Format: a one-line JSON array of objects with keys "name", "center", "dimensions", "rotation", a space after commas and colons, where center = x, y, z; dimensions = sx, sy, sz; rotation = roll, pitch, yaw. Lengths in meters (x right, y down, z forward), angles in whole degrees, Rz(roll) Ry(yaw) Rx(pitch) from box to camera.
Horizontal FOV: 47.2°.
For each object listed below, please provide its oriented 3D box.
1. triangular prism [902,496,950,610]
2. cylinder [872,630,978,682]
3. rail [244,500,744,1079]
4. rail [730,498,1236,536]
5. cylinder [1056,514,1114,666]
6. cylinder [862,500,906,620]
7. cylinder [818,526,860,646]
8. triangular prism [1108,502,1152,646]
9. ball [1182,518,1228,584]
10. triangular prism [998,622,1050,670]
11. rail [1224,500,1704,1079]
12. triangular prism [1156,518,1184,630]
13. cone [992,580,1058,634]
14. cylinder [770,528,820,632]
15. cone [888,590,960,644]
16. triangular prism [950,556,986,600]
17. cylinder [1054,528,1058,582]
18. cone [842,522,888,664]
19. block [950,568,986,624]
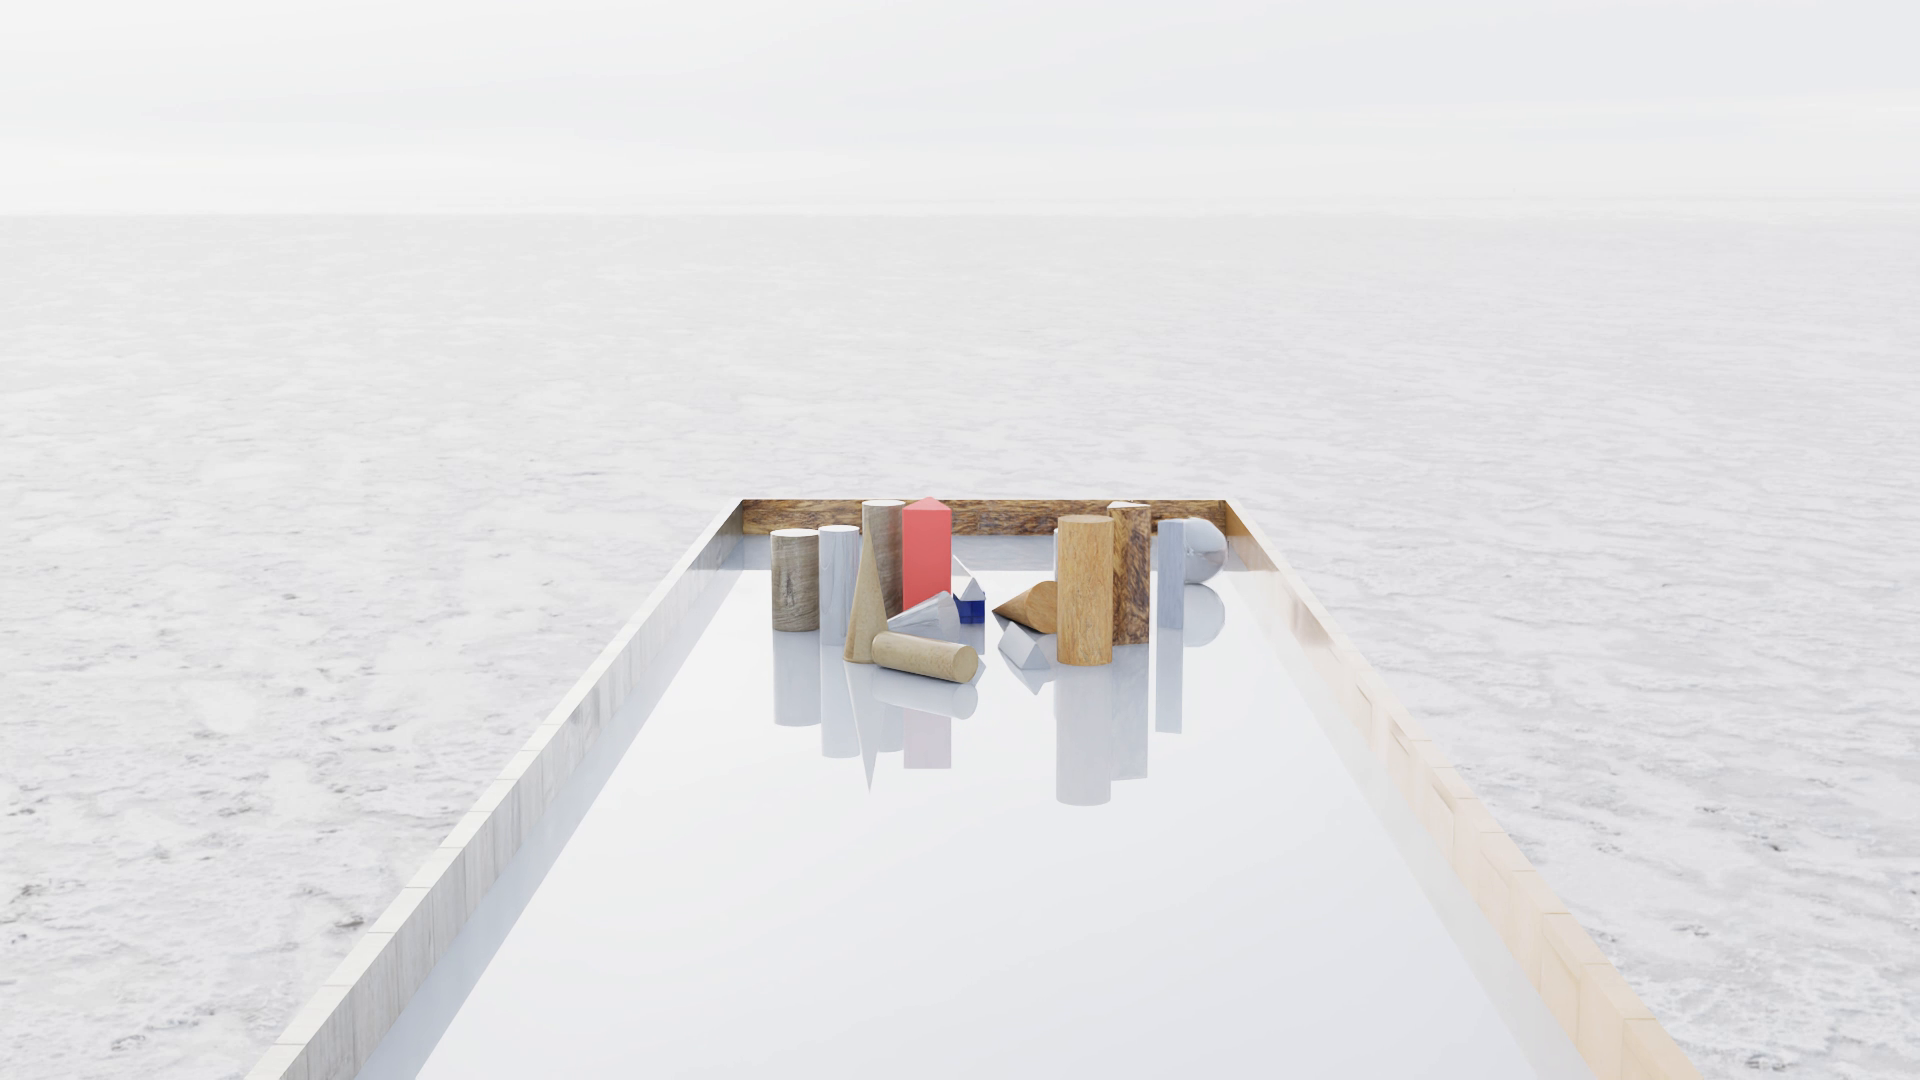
[{"name": "triangular prism", "center": [-0.101, 0.083, 7.061], "dimensions": [0.151, 0.427, 0.131], "rotation": [1, 20, 3]}, {"name": "cylinder", "center": [-0.106, 0.343, 6.494], "dimensions": [0.334, 0.110, 0.110], "rotation": [8, 12, 42]}, {"name": "rail", "center": [-1.004, 0.839, 3.234], "dimensions": [0.050, 0.150, 12.000], "rotation": [0, 9, 1]}, {"name": "rail", "center": [0.099, -0.098, 9.147], "dimensions": [2.100, 0.150, 0.050], "rotation": [0, 9, 1]}, {"name": "cylinder", "center": [0.380, 0.151, 6.665], "dimensions": [0.169, 0.435, 0.169], "rotation": [0, 9, 0]}, {"name": "cylinder", "center": [-0.248, 0.081, 7.191], "dimensions": [0.140, 0.409, 0.140], "rotation": [0, 9, 0]}, {"name": "cylinder", "center": [-0.381, 0.143, 6.943], "dimensions": [0.127, 0.364, 0.127], "rotation": [0, 9, 0]}, {"name": "triangular prism", "center": [0.510, 0.103, 6.956], "dimensions": [0.146, 0.439, 0.126], "rotation": [-3, 9, -17]}, {"name": "ball", "center": [0.852, 0.039, 8.001], "dimensions": [0.239, 0.239, 0.239], "rotation": [0, 9, 0]}, {"name": "triangular prism", "center": [0.194, 0.320, 6.727], "dimensions": [0.090, 0.078, 0.348], "rotation": [-2, 9, -11]}, {"name": "rail", "center": [1.046, 0.843, 3.208], "dimensions": [0.050, 0.150, 12.000], "rotation": [0, 9, 1]}, {"name": "triangular prism", "center": [0.701, 0.109, 7.199], "dimensions": [0.091, 0.351, 0.079], "rotation": [4, 10, 23]}, {"name": "cone", "center": [0.197, 0.229, 7.296], "dimensions": [0.172, 0.172, 0.430], "rotation": [-4, -1, -26]}, {"name": "cylinder", "center": [-0.534, 0.131, 7.178], "dimensions": [0.164, 0.314, 0.164], "rotation": [0, 9, 0]}, {"name": "cone", "center": [-0.189, 0.280, 6.971], "dimensions": [0.340, 0.176, 0.176], "rotation": [-12, 4, 21]}, {"name": "triangular prism", "center": [0.010, 0.122, 7.294], "dimensions": [0.087, 0.076, 0.435], "rotation": [-1, 9, -9]}, {"name": "cylinder", "center": [0.384, 0.123, 7.236], "dimensions": [0.153, 0.312, 0.153], "rotation": [0, 9, 0]}, {"name": "cone", "center": [-0.279, 0.149, 6.689], "dimensions": [0.158, 0.432, 0.158], "rotation": [0, 9, 0]}, {"name": "block", "center": [0.002, 0.188, 7.477], "dimensions": [0.108, 0.108, 0.450], "rotation": [-1, 9, -7]}]
